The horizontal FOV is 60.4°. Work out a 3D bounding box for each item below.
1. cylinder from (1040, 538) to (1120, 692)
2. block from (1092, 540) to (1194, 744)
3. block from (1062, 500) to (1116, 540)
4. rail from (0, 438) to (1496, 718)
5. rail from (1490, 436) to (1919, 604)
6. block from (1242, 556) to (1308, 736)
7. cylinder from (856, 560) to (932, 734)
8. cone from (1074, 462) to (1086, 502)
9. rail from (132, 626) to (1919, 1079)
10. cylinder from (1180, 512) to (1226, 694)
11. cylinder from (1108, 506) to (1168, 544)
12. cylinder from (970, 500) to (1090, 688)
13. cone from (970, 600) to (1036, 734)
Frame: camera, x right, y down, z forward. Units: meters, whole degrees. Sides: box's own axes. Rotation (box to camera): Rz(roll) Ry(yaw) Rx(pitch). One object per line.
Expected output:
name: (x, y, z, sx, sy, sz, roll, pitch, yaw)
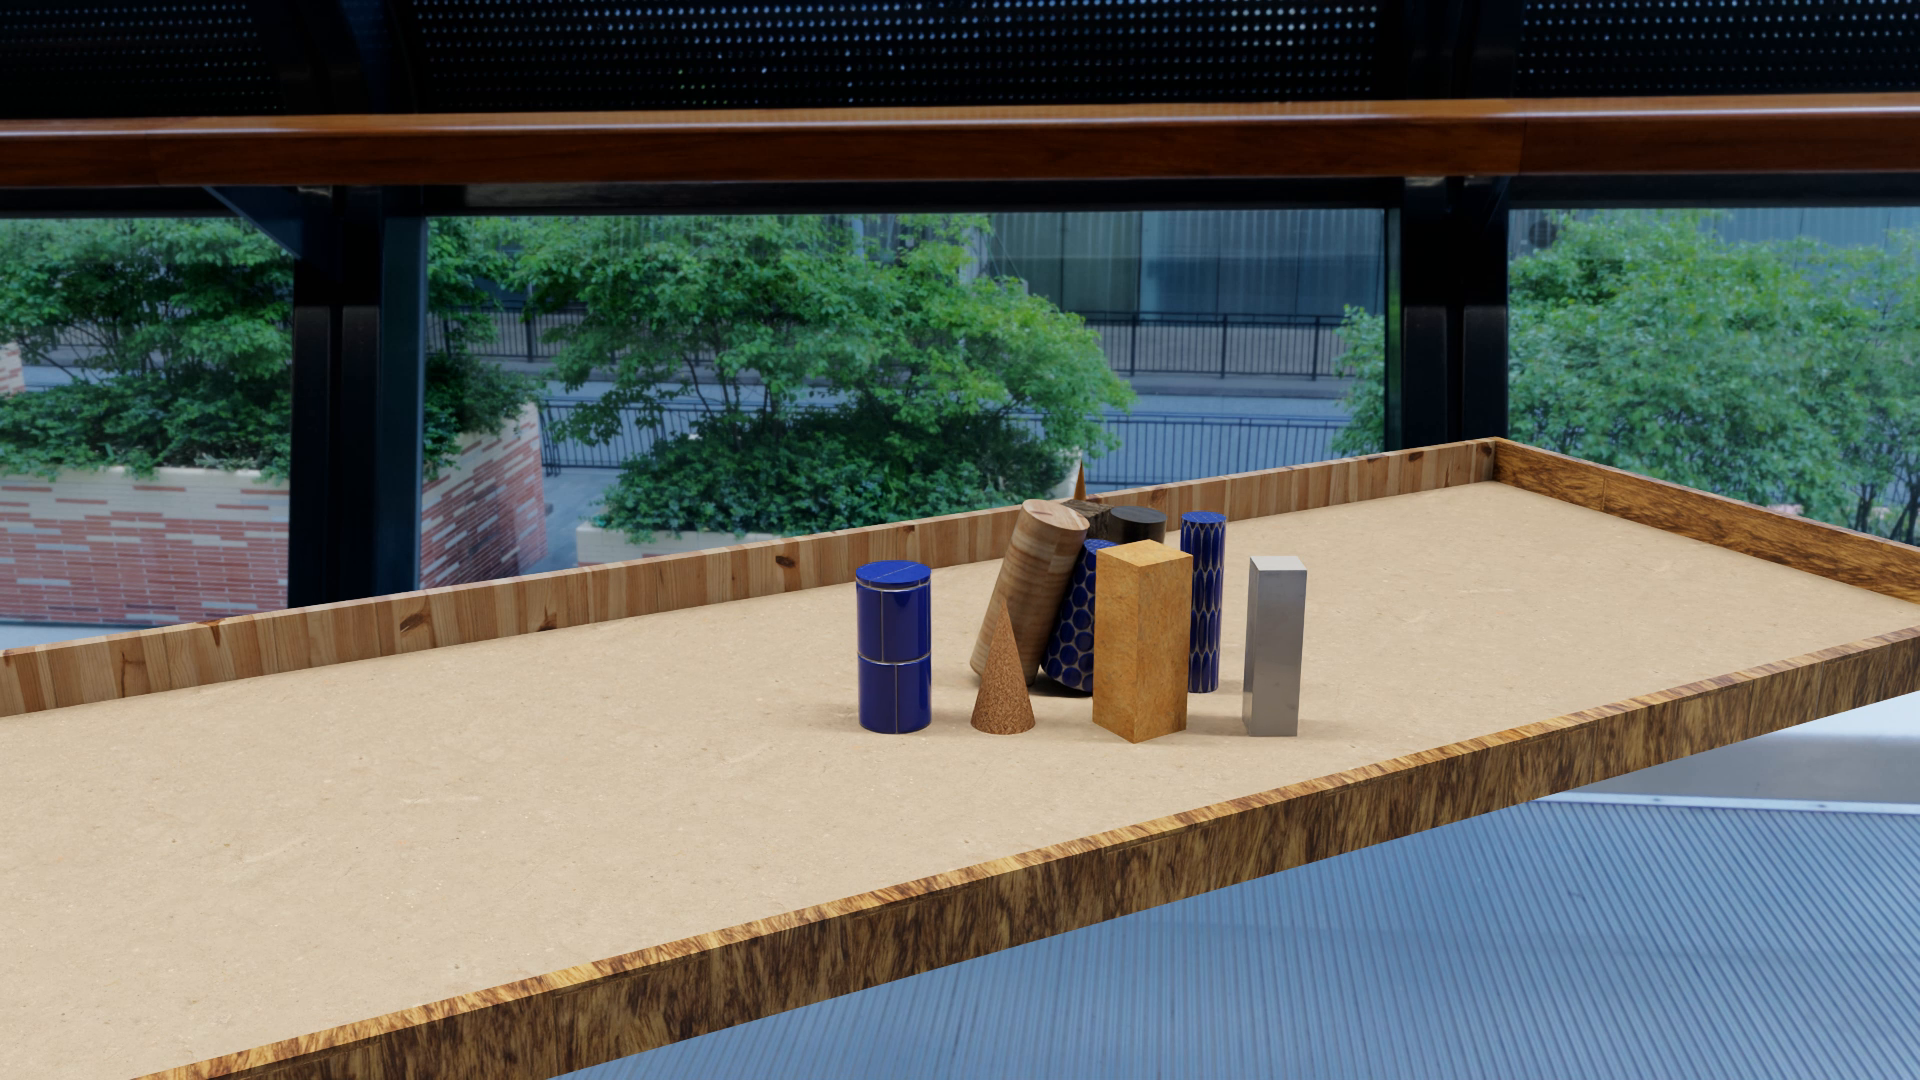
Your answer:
cylinder: (0.335, 0.186, 4.063, 0.179, 0.333, 0.179, 17, 17, -5)
block: (0.420, 0.232, 3.812, 0.156, 0.424, 0.156, -10, 19, -32)
block: (0.321, 0.084, 4.445, 0.140, 0.351, 0.140, 11, 20, 35)
rail: (-3.305, 0.497, 3.399, 12.000, 0.150, 0.050, -9, 18, -27)
rail: (2.466, -0.048, 5.253, 0.050, 0.150, 2.100, -9, 18, -27)
block: (0.723, 0.246, 3.804, 0.108, 0.403, 0.108, 0, 16, -1)
cylinder: (-0.153, 0.249, 3.852, 0.174, 0.369, 0.174, 0, 16, 0)
cone: (0.327, -0.011, 4.576, 0.134, 0.454, 0.134, 1, 19, 0)
rail: (-2.336, 1.006, 1.665, 12.000, 0.150, 0.050, -9, 18, -27)
cylinder: (0.591, 0.154, 4.058, 0.108, 0.436, 0.108, 0, 16, 0)
cylinder: (0.449, 0.105, 4.336, 0.148, 0.362, 0.148, 5, 18, -2)
cylinder: (0.169, 0.134, 4.066, 0.171, 0.439, 0.171, 16, 20, -6)
cone: (0.102, 0.279, 3.848, 0.153, 0.315, 0.153, 0, 16, 0)
